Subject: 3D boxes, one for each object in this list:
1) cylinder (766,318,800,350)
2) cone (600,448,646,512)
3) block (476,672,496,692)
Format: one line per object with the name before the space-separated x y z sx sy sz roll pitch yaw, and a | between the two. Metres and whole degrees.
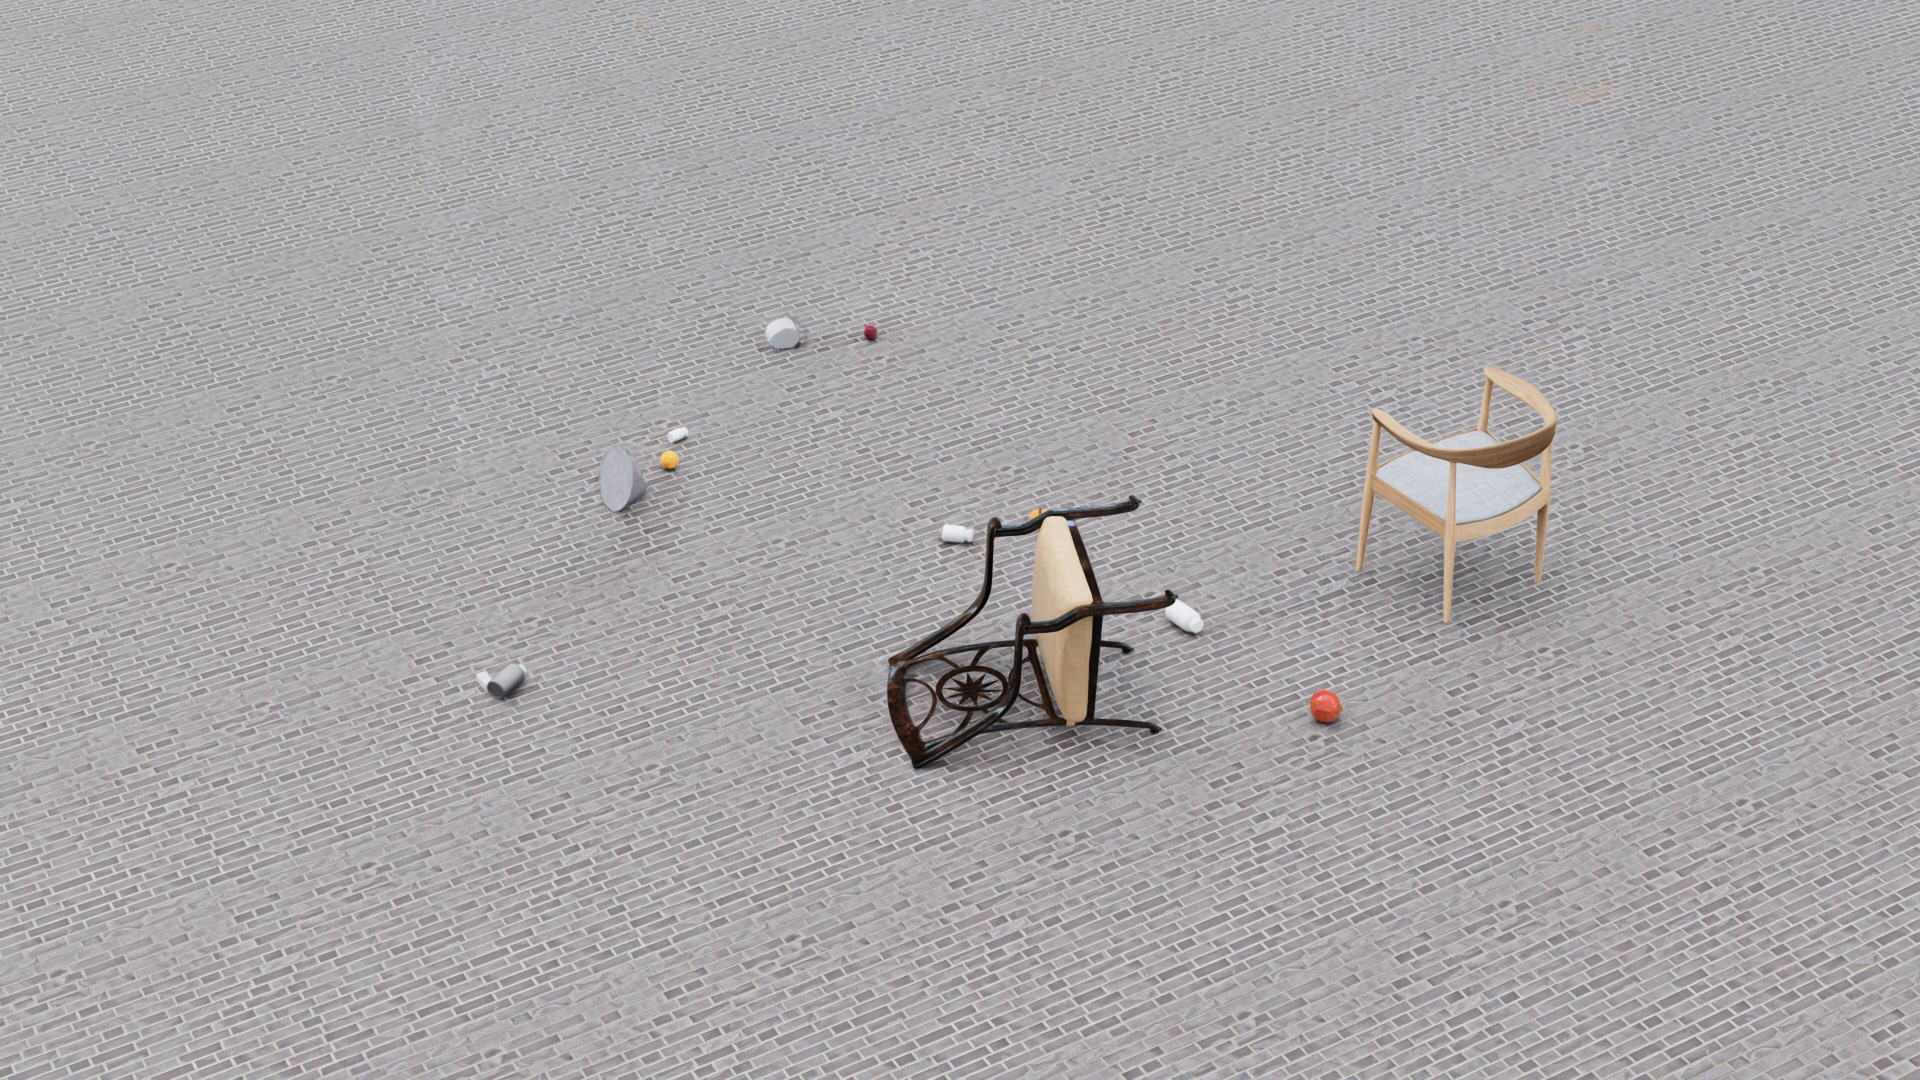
cylinder | -0.734 -0.854 12.154 0.124 0.094 0.086 -16 36 -11
cone | -1.252 -0.212 11.190 0.145 0.190 0.294 21 37 -39
block | -1.645 0.492 10.172 0.033 0.028 0.078 -19 38 -27
